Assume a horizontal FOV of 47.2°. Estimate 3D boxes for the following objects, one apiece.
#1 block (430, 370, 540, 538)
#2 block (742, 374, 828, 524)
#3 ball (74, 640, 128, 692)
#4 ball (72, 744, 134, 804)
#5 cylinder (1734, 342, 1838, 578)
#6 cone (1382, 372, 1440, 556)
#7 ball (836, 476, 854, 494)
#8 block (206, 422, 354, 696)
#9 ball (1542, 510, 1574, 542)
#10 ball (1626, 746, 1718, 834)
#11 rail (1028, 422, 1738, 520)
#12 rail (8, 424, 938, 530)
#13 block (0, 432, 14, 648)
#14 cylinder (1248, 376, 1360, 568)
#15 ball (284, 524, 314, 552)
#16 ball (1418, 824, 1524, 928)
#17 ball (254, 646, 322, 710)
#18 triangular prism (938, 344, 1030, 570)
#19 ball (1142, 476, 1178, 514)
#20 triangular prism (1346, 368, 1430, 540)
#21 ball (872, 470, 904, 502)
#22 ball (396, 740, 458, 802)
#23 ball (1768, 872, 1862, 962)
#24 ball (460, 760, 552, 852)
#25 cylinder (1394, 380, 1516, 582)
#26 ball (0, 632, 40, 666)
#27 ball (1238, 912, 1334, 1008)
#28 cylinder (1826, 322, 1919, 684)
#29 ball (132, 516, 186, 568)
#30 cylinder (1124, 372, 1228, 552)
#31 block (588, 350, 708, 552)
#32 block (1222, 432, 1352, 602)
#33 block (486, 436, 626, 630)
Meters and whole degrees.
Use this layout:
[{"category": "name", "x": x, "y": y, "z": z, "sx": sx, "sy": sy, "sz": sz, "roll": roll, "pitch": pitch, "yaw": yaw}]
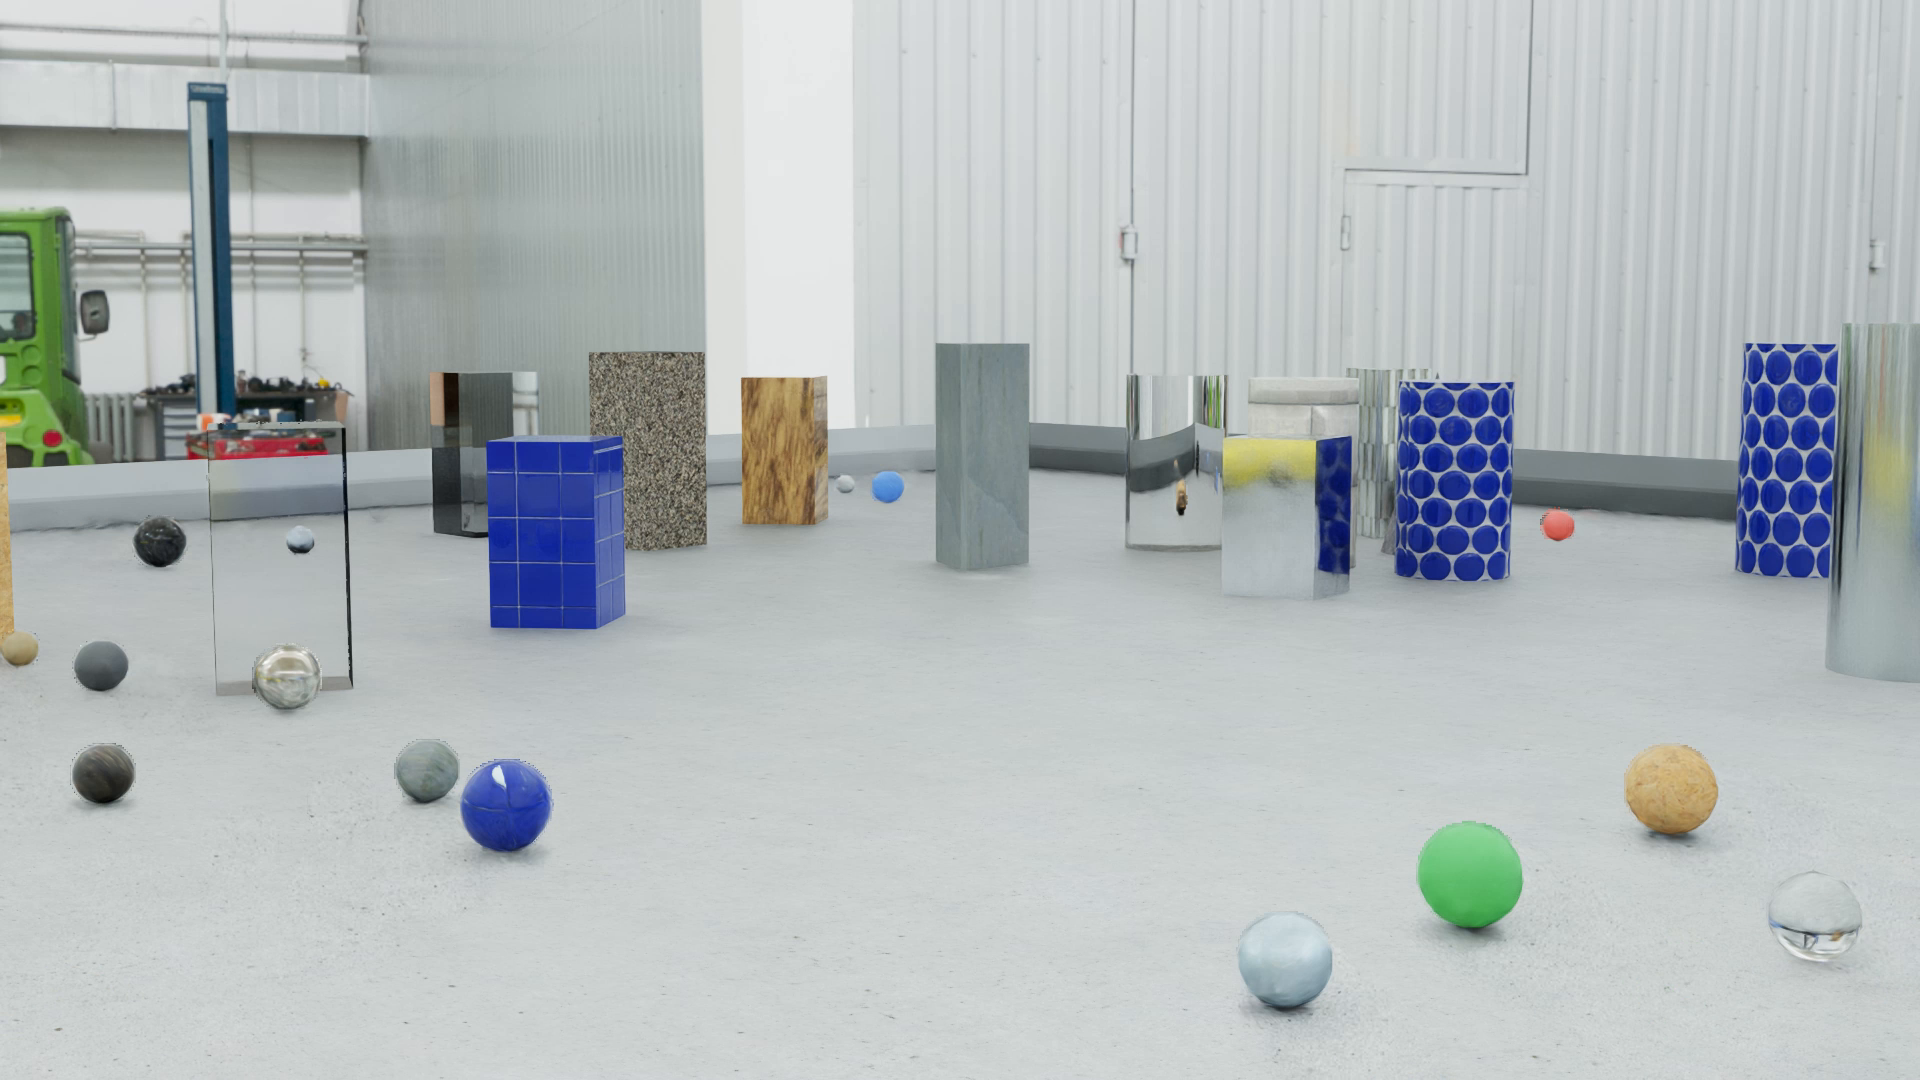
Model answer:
[{"category": "block", "x": -0.940, "y": -0.173, "z": 4.357, "sx": 0.152, "sy": 0.319, "sz": 0.152, "roll": -6, "pitch": 8, "yaw": -44}, {"category": "block", "x": -0.365, "y": -0.191, "z": 4.602, "sx": 0.152, "sy": 0.303, "sz": 0.152, "roll": 1, "pitch": 6, "yaw": 7}, {"category": "ball", "x": -1.001, "y": 0.147, "z": 2.565, "sx": 0.059, "sy": 0.059, "sz": 0.059, "roll": 0, "pitch": 6, "yaw": 0}, {"category": "ball", "x": -0.773, "y": 0.211, "z": 1.985, "sx": 0.053, "sy": 0.053, "sz": 0.053, "roll": 0, "pitch": 6, "yaw": 0}, {"category": "cylinder", "x": 1.417, "y": -0.139, "z": 3.716, "sx": 0.190, "sy": 0.386, "sz": 0.190, "roll": 0, "pitch": 6, "yaw": 0}, {"category": "cone", "x": 0.867, "y": -0.143, "z": 4.008, "sx": 0.190, "sy": 0.332, "sz": 0.190, "roll": 0, "pitch": 6, "yaw": 0}, {"category": "ball", "x": -0.276, "y": -0.134, "z": 5.290, "sx": 0.044, "sy": 0.044, "sz": 0.044, "roll": 0, "pitch": 6, "yaw": 0}, {"category": "block", "x": -0.807, "y": 0.017, "z": 2.609, "sx": 0.152, "sy": 0.307, "sz": 0.152, "roll": -2, "pitch": 6, "yaw": -18}, {"category": "ball", "x": 1.147, "y": -0.027, "z": 4.215, "sx": 0.059, "sy": 0.059, "sz": 0.059, "roll": 0, "pitch": 6, "yaw": 0}, {"category": "ball", "x": 0.604, "y": 0.212, "z": 1.867, "sx": 0.075, "sy": 0.075, "sz": 0.075, "roll": 0, "pitch": 6, "yaw": 0}, {"category": "rail", "x": 1.515, "y": -0.115, "z": 4.722, "sx": 0.045, "sy": 0.123, "sz": 4.156, "roll": -6, "pitch": 8, "yaw": -42}, {"category": "rail", "x": -1.393, "y": -0.126, "z": 4.834, "sx": 4.170, "sy": 0.123, "sz": 0.045, "roll": -6, "pitch": 8, "yaw": -42}, {"category": "block", "x": -1.343, "y": 0.004, "z": 2.842, "sx": 0.152, "sy": 0.283, "sz": 0.152, "roll": 1, "pitch": 6, "yaw": 13}, {"category": "cylinder", "x": 0.592, "y": -0.117, "z": 3.807, "sx": 0.190, "sy": 0.323, "sz": 0.190, "roll": 0, "pitch": 6, "yaw": 0}, {"category": "ball", "x": -1.212, "y": -0.005, "z": 4.035, "sx": 0.052, "sy": 0.052, "sz": 0.052, "roll": 0, "pitch": 6, "yaw": 0}, {"category": "ball", "x": 0.368, "y": 0.242, "z": 1.587, "sx": 0.074, "sy": 0.074, "sz": 0.074, "roll": 0, "pitch": 6, "yaw": 0}, {"category": "ball", "x": -0.747, "y": 0.153, "z": 2.445, "sx": 0.072, "sy": 0.072, "sz": 0.072, "roll": 0, "pitch": 6, "yaw": 0}, {"category": "triangular prism", "x": 0.012, "y": -0.150, "z": 3.827, "sx": 0.143, "sy": 0.383, "sz": 0.165, "roll": 6, "pitch": 8, "yaw": 44}, {"category": "ball", "x": 0.434, "y": -0.098, "z": 4.783, "sx": 0.080, "sy": 0.080, "sz": 0.080, "roll": 0, "pitch": 6, "yaw": 0}, {"category": "triangular prism", "x": 0.817, "y": -0.175, "z": 4.337, "sx": 0.165, "sy": 0.326, "sz": 0.143, "roll": -6, "pitch": 8, "yaw": -43}, {"category": "ball", "x": -0.165, "y": -0.122, "z": 5.038, "sx": 0.074, "sy": 0.074, "sz": 0.074, "roll": 0, "pitch": 6, "yaw": 0}, {"category": "ball", "x": -0.482, "y": 0.209, "z": 1.991, "sx": 0.055, "sy": 0.055, "sz": 0.055, "roll": 0, "pitch": 6, "yaw": 0}, {"category": "ball", "x": 0.585, "y": 0.258, "z": 1.505, "sx": 0.060, "sy": 0.060, "sz": 0.060, "roll": 0, "pitch": 6, "yaw": 0}, {"category": "ball", "x": -0.373, "y": 0.219, "z": 1.808, "sx": 0.074, "sy": 0.074, "sz": 0.074, "roll": 0, "pitch": 6, "yaw": 0}, {"category": "cylinder", "x": 0.826, "y": -0.104, "z": 3.675, "sx": 0.190, "sy": 0.324, "sz": 0.190, "roll": 0, "pitch": 6, "yaw": 0}, {"category": "ball", "x": -1.171, "y": 0.136, "z": 2.740, "sx": 0.044, "sy": 0.044, "sz": 0.044, "roll": 0, "pitch": 6, "yaw": 0}, {"category": "ball", "x": 0.208, "y": 0.268, "z": 1.405, "sx": 0.060, "sy": 0.060, "sz": 0.060, "roll": 0, "pitch": 6, "yaw": 0}, {"category": "cylinder", "x": 1.167, "y": -0.051, "z": 2.687, "sx": 0.190, "sy": 0.426, "sz": 0.190, "roll": 0, "pitch": 6, "yaw": 0}, {"category": "ball", "x": -1.378, "y": 0.003, "z": 3.788, "sx": 0.087, "sy": 0.087, "sz": 0.087, "roll": 0, "pitch": 6, "yaw": 0}, {"category": "cylinder", "x": 0.404, "y": -0.148, "z": 4.099, "sx": 0.190, "sy": 0.322, "sz": 0.190, "roll": 0, "pitch": 6, "yaw": 0}, {"category": "block", "x": -0.585, "y": -0.171, "z": 4.128, "sx": 0.152, "sy": 0.362, "sz": 0.152, "roll": 5, "pitch": 8, "yaw": 40}, {"category": "block", "x": 0.511, "y": -0.039, "z": 3.439, "sx": 0.152, "sy": 0.245, "sz": 0.152, "roll": 4, "pitch": 7, "yaw": 31}, {"category": "block", "x": -0.572, "y": -0.014, "z": 3.129, "sx": 0.152, "sy": 0.260, "sz": 0.152, "roll": 1, "pitch": 6, "yaw": 7}]
